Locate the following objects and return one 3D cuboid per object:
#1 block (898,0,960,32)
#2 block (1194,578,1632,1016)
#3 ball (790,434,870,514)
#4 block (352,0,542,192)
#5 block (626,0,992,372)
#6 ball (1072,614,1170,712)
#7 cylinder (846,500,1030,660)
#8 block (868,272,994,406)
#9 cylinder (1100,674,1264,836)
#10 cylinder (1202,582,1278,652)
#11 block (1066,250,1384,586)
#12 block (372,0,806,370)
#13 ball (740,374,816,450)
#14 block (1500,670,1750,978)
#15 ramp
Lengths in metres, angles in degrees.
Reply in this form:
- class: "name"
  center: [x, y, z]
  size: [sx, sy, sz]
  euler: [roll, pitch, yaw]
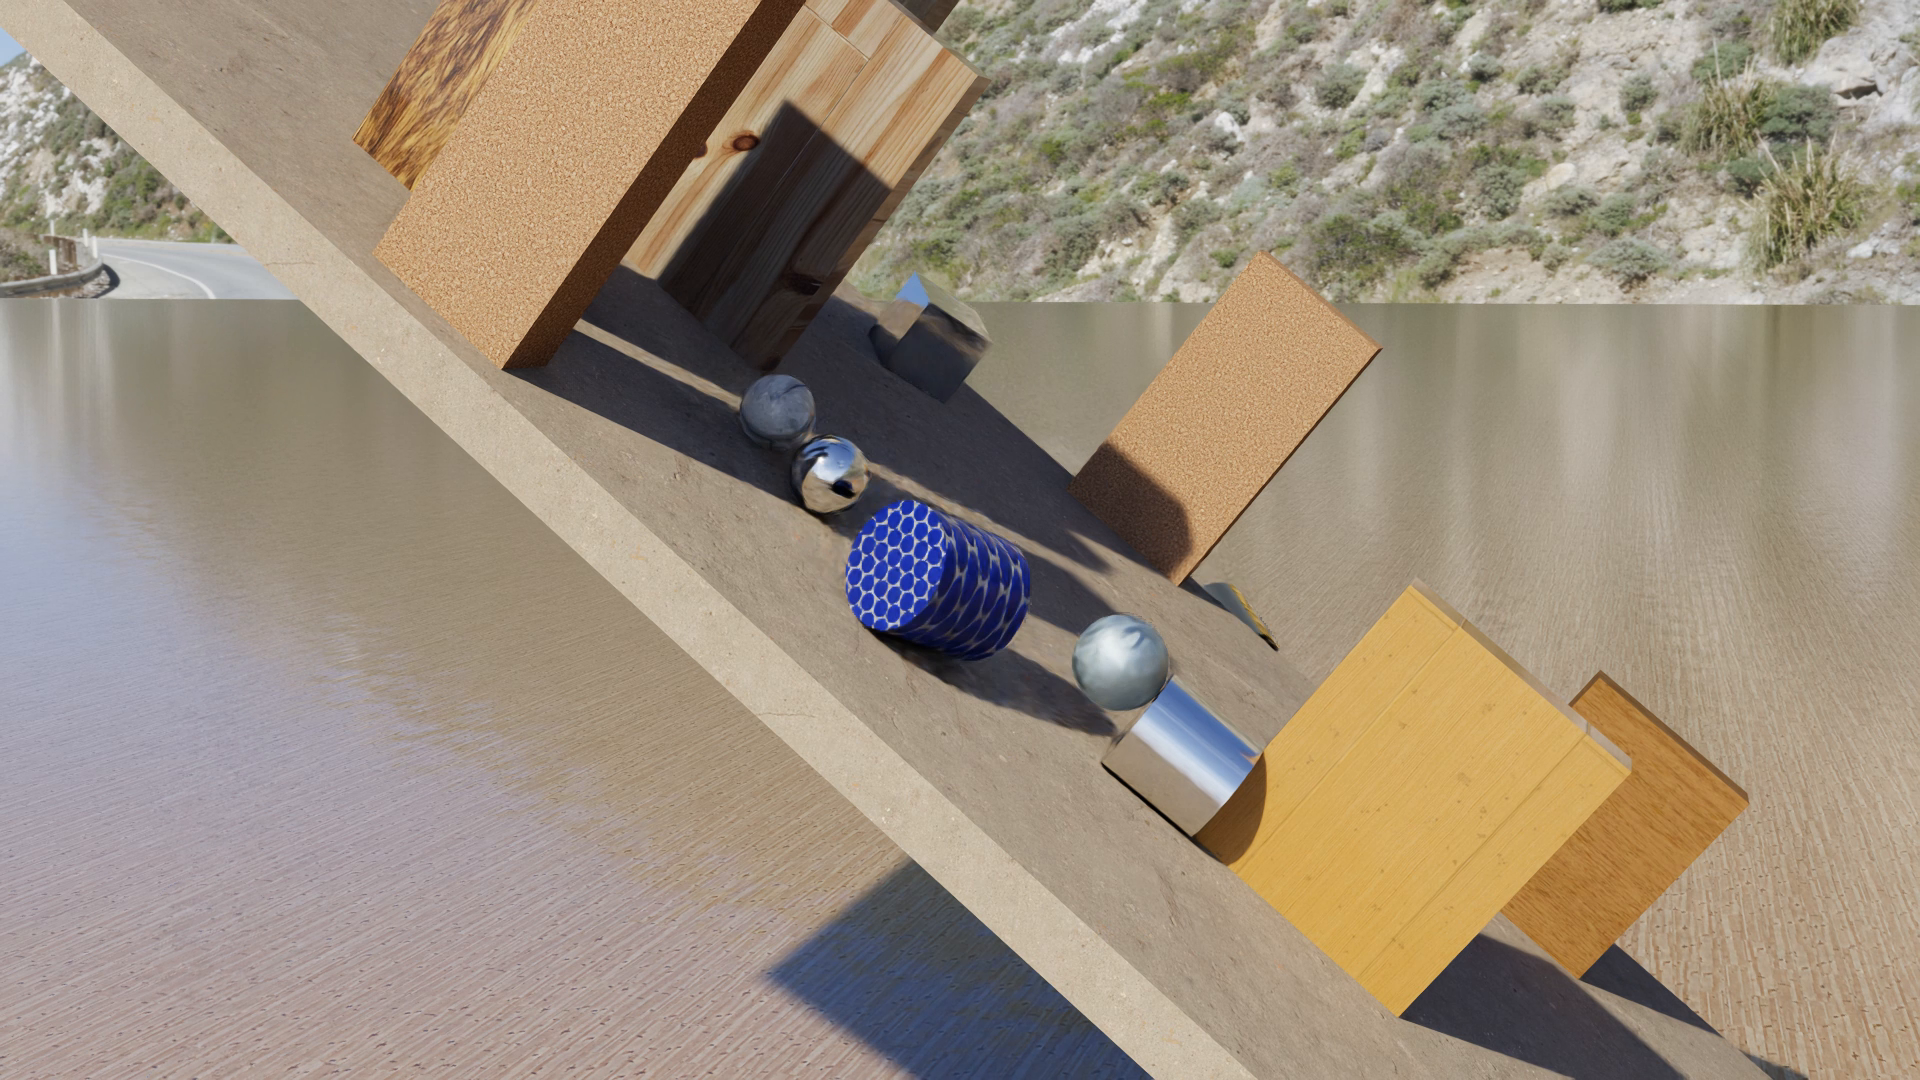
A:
- class: "block"
  center: [-0.369, -0.899, 4.349]
  size: [0.375, 0.730, 0.108]
  euler: [41, 16, 9]
- class: "block"
  center: [0.711, 0.408, 3.496]
  size: [0.435, 0.541, 0.097]
  euler: [41, 16, 9]
- class: "ball"
  center: [-0.215, -0.107, 3.619]
  size: [0.132, 0.132, 0.132]
  euler: [0, 7, 0]
- class: "block"
  center: [-0.633, -0.810, 3.567]
  size: [0.392, 0.711, 0.108]
  euler: [41, 16, 9]
- class: "block"
  center: [-0.309, -0.702, 4.043]
  size: [0.406, 0.677, 0.092]
  euler: [41, 16, 9]
- class: "ball"
  center: [0.258, 0.197, 3.529]
  size: [0.155, 0.155, 0.155]
  euler: [0, 7, 0]
- class: "cylinder"
  center: [-0.034, 0.065, 3.410]
  size: [0.204, 0.204, 0.204]
  euler: [6, -11, 43]
- class: "block"
  center: [-0.065, -0.438, 4.765]
  size: [0.174, 0.174, 0.174]
  euler: [31, 18, -26]
- class: "cylinder"
  center: [0.357, 0.346, 3.539]
  size: [0.186, 0.186, 0.186]
  euler: [40, 12, 4]
- class: "cylinder"
  center: [0.636, 0.238, 5.298]
  size: [0.193, 0.193, 0.193]
  euler: [-3, 39, -24]
- class: "block"
  center: [0.569, -0.262, 4.776]
  size: [0.327, 0.669, 0.107]
  euler: [41, 16, 9]
- class: "block"
  center: [-0.531, -0.628, 3.226]
  size: [0.271, 0.749, 0.141]
  euler: [41, 16, 9]
- class: "ball"
  center: [-0.308, -0.216, 3.716]
  size: [0.130, 0.130, 0.130]
  euler: [0, 7, 0]
- class: "block"
  center: [1.243, 0.562, 4.344]
  size: [0.365, 0.483, 0.095]
  euler: [41, 16, 9]
- class: "ramp"
  center: [-0.008, 0.057, 4.044]
  size: [4.000, 0.100, 2.000]
  euler: [41, 16, 9]
